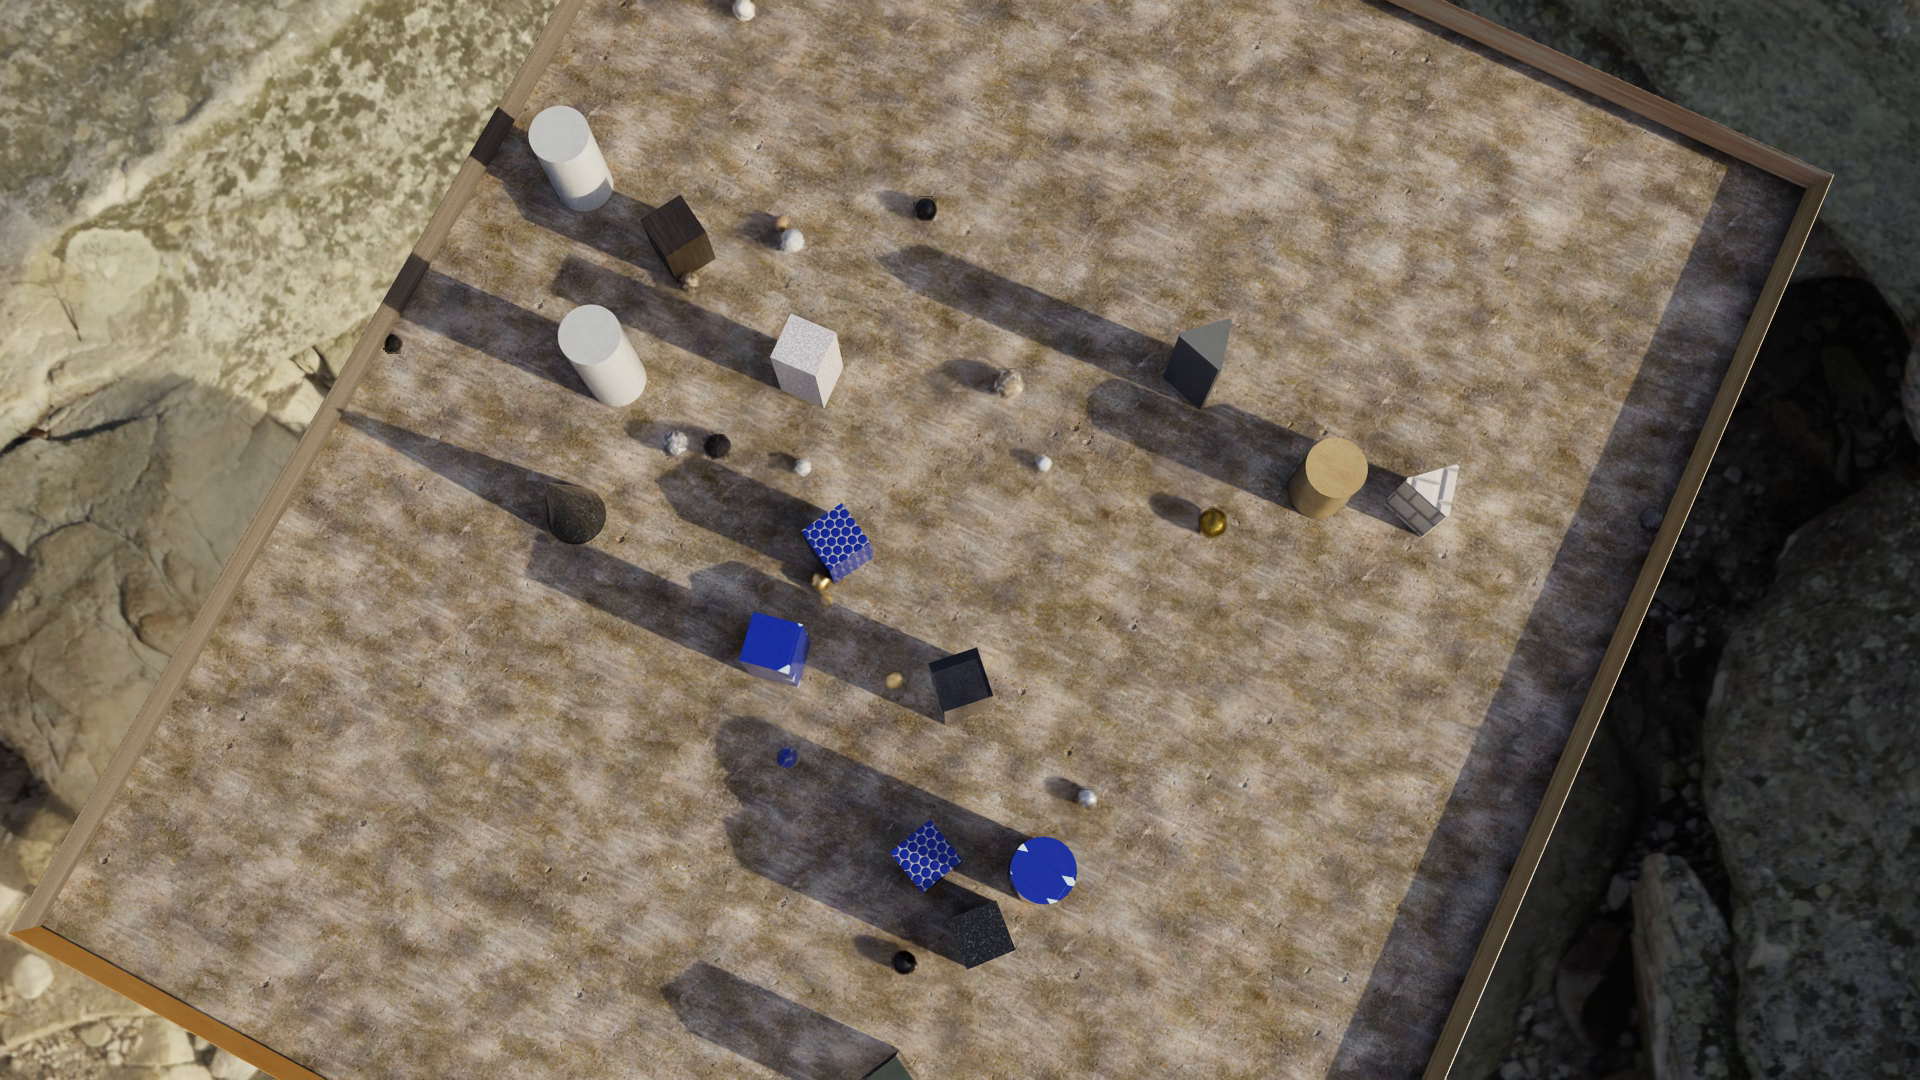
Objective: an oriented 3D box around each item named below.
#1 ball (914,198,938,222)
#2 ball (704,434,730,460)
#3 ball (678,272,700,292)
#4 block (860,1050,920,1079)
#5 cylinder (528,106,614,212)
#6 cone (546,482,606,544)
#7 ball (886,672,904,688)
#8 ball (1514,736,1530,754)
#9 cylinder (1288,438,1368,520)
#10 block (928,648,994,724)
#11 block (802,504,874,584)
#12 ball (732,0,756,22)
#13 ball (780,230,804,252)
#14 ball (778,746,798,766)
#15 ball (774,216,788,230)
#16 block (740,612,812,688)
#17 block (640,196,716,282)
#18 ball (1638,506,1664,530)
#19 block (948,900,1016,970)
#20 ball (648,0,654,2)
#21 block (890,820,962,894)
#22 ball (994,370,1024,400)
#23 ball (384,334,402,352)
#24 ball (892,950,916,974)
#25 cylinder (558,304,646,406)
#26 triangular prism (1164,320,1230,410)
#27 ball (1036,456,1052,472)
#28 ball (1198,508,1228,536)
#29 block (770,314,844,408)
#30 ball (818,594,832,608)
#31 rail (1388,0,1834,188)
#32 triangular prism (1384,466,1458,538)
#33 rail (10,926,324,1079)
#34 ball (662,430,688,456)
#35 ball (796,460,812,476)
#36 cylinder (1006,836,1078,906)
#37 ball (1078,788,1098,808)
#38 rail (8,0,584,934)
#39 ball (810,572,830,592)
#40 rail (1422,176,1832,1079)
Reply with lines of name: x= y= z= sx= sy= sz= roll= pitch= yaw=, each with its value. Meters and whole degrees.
ball: x=-0.109 y=-1.045 z=5.795 sx=0.074 sy=0.074 sz=0.074 roll=0 pitch=78 yaw=0
ball: x=-0.745 y=-0.288 z=5.635 sx=0.079 sy=0.079 sz=0.079 roll=0 pitch=78 yaw=0
ball: x=-0.849 y=-0.808 z=5.750 sx=0.065 sy=0.065 sz=0.065 roll=0 pitch=78 yaw=0
block: x=-0.190 y=1.548 z=5.156 sx=0.146 sy=0.274 sz=0.146 roll=-36 pitch=81 yaw=-7
cylinder: x=-1.198 y=-1.173 z=5.662 sx=0.182 sy=0.385 sz=0.182 roll=0 pitch=78 yaw=0
cone: x=-1.179 y=-0.119 z=5.419 sx=0.182 sy=0.435 sz=0.182 roll=0 pitch=78 yaw=0
ball: x=-0.195 y=0.421 z=5.503 sx=0.052 sy=0.052 sz=0.052 roll=0 pitch=78 yaw=0
ball: x=1.675 y=0.612 z=5.465 sx=0.050 sy=0.050 sz=0.050 roll=0 pitch=78 yaw=0
cylinder: x=1.103 y=-0.182 z=5.506 sx=0.182 sy=0.289 sz=0.182 roll=0 pitch=78 yaw=0
block: x=0.002 y=0.429 z=5.351 sx=0.146 sy=0.346 sz=0.146 roll=-18 pitch=79 yaw=-4
block: x=-0.366 y=0.012 z=5.500 sx=0.146 sy=0.223 sz=0.146 roll=-35 pitch=80 yaw=-7
ball: x=-0.700 y=-1.717 z=5.934 sx=0.072 sy=0.072 sz=0.072 roll=0 pitch=78 yaw=0
ball: x=-0.529 y=-0.942 z=5.773 sx=0.074 sy=0.074 sz=0.074 roll=0 pitch=78 yaw=0
ball: x=-0.513 y=0.643 z=5.453 sx=0.059 sy=0.059 sz=0.059 roll=0 pitch=78 yaw=0
ball: x=-0.569 y=-1.003 z=5.800 sx=0.046 sy=0.046 sz=0.046 roll=0 pitch=78 yaw=0
block: x=-0.539 y=0.325 z=5.381 sx=0.146 sy=0.330 sz=0.146 roll=15 pitch=79 yaw=3
block: x=-0.874 y=-0.934 z=5.692 sx=0.146 sy=0.229 sz=0.146 roll=-34 pitch=80 yaw=-7
ball: x=2.109 y=-0.067 z=5.594 sx=0.072 sy=0.072 sz=0.072 roll=0 pitch=78 yaw=0
block: x=0.060 y=1.124 z=5.223 sx=0.146 sy=0.314 sz=0.146 roll=-21 pitch=79 yaw=-4
ball: x=-1.004 y=-1.774 z=5.960 sx=0.046 sy=0.046 sz=0.046 roll=0 pitch=78 yaw=0
block: x=-0.096 y=0.919 z=5.304 sx=0.146 sy=0.240 sz=0.146 roll=-39 pitch=81 yaw=-7
ball: x=0.150 y=-0.481 z=5.669 sx=0.091 sy=0.091 sz=0.091 roll=0 pitch=78 yaw=0
ball: x=-1.768 y=-0.612 z=5.714 sx=0.056 sy=0.056 sz=0.056 roll=0 pitch=78 yaw=0
ball: x=-0.162 y=1.229 z=5.327 sx=0.069 sy=0.069 sz=0.069 roll=0 pitch=78 yaw=0
cylinder: x=-1.070 y=-0.548 z=5.506 sx=0.182 sy=0.439 sz=0.182 roll=0 pitch=78 yaw=0
triangular prism: x=0.740 y=-0.550 z=5.515 sx=0.158 sy=0.422 sz=0.137 roll=43 pitch=81 yaw=8
ball: x=0.258 y=-0.234 z=5.639 sx=0.049 sy=0.049 sz=0.049 roll=0 pitch=78 yaw=0
ball: x=0.771 y=-0.053 z=5.583 sx=0.087 sy=0.087 sz=0.087 roll=0 pitch=78 yaw=0
block: x=-0.461 y=-0.538 z=5.550 sx=0.146 sy=0.347 sz=0.146 roll=23 pitch=79 yaw=5
ball: x=-0.407 y=0.185 z=5.556 sx=0.043 sy=0.043 sz=0.043 roll=0 pitch=78 yaw=0
rail: x=1.000 y=-1.952 z=5.958 sx=3.853 sy=0.119 sz=0.045 roll=26 pitch=80 yaw=5
triangular prism: x=1.409 y=-0.140 z=5.494 sx=0.158 sy=0.295 sz=0.137 roll=43 pitch=82 yaw=8
rail: x=-1.000 y=1.965 z=5.149 sx=3.853 sy=0.119 sz=0.045 roll=26 pitch=80 yaw=5
ball: x=-0.876 y=-0.297 z=5.638 sx=0.078 sy=0.078 sz=0.078 roll=0 pitch=78 yaw=0
ball: x=-0.482 y=-0.221 z=5.636 sx=0.050 sy=0.050 sz=0.050 roll=0 pitch=78 yaw=0
cylinder: x=0.229 y=0.945 z=5.212 sx=0.182 sy=0.409 sz=0.182 roll=0 pitch=78 yaw=0
ball: x=0.378 y=0.764 z=5.428 sx=0.060 sy=0.060 sz=0.060 roll=0 pitch=78 yaw=0
rail: x=-1.702 y=-0.827 z=5.726 sx=0.045 sy=0.119 sz=4.520 roll=26 pitch=80 yaw=5
ball: x=-0.423 y=0.126 z=5.560 sx=0.059 sy=0.059 sz=0.059 roll=0 pitch=78 yaw=0
rail: x=1.702 y=0.840 z=5.381 sx=0.045 sy=0.119 sz=4.520 roll=26 pitch=80 yaw=5
